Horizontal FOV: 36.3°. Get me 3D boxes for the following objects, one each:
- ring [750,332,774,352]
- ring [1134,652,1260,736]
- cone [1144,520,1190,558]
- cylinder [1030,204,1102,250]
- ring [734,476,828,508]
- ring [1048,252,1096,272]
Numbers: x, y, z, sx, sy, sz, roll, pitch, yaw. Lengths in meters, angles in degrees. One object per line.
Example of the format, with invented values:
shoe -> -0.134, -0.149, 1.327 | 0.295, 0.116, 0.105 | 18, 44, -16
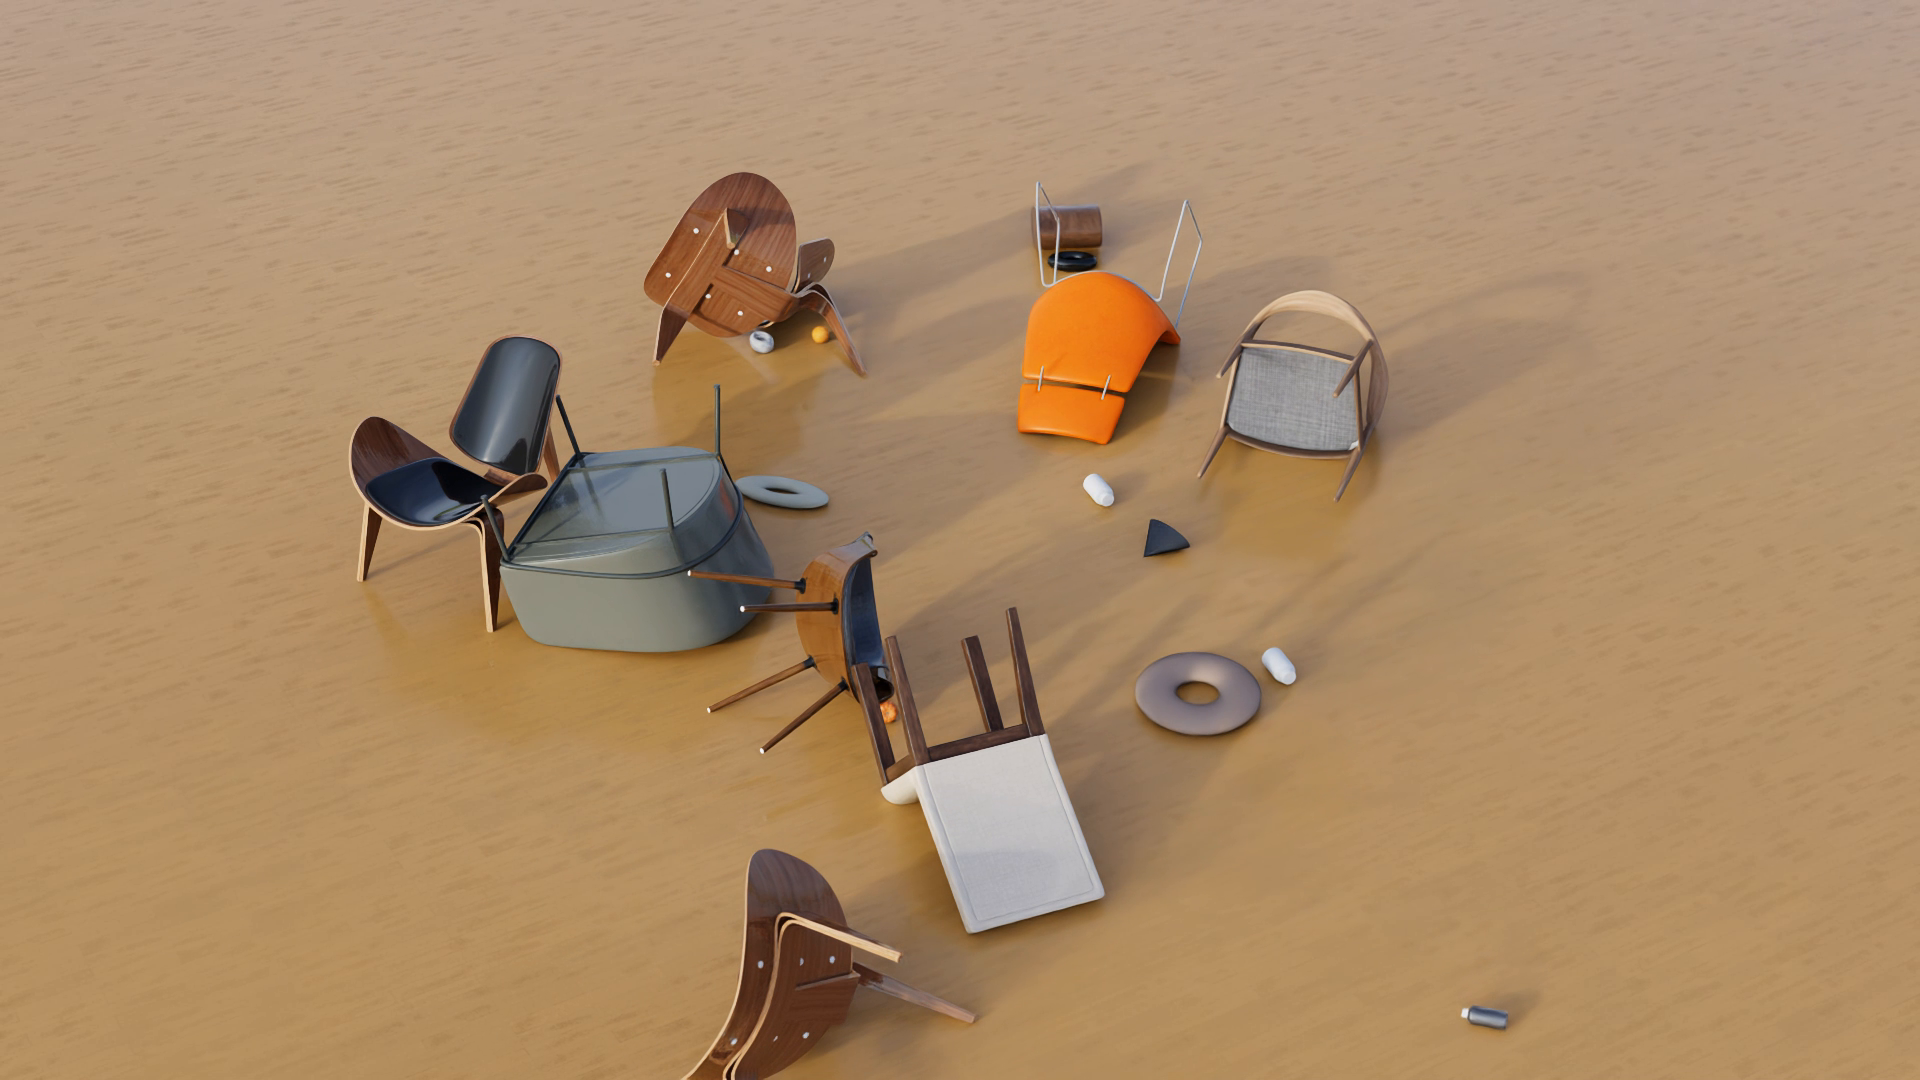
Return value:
ring -> -0.820, -0.819, 12.137 | 0.095, 0.056, 0.125 | -20, 40, -24
ring -> 0.818, 0.526, 10.087 | 0.436, 0.066, 0.466 | -2, 33, -2
cone -> 0.729, 0.020, 10.872 | 0.144, 0.096, 0.206 | -41, 50, -21
cylinder -> 0.468, -1.376, 12.867 | 0.282, 0.180, 0.252 | -3, 25, -5
ring -> -0.680, -0.184, 11.181 | 0.387, 0.048, 0.168 | 11, 34, 17
ring -> 0.488, -1.210, 12.730 | 0.217, 0.056, 0.125 | 1, 32, 0
